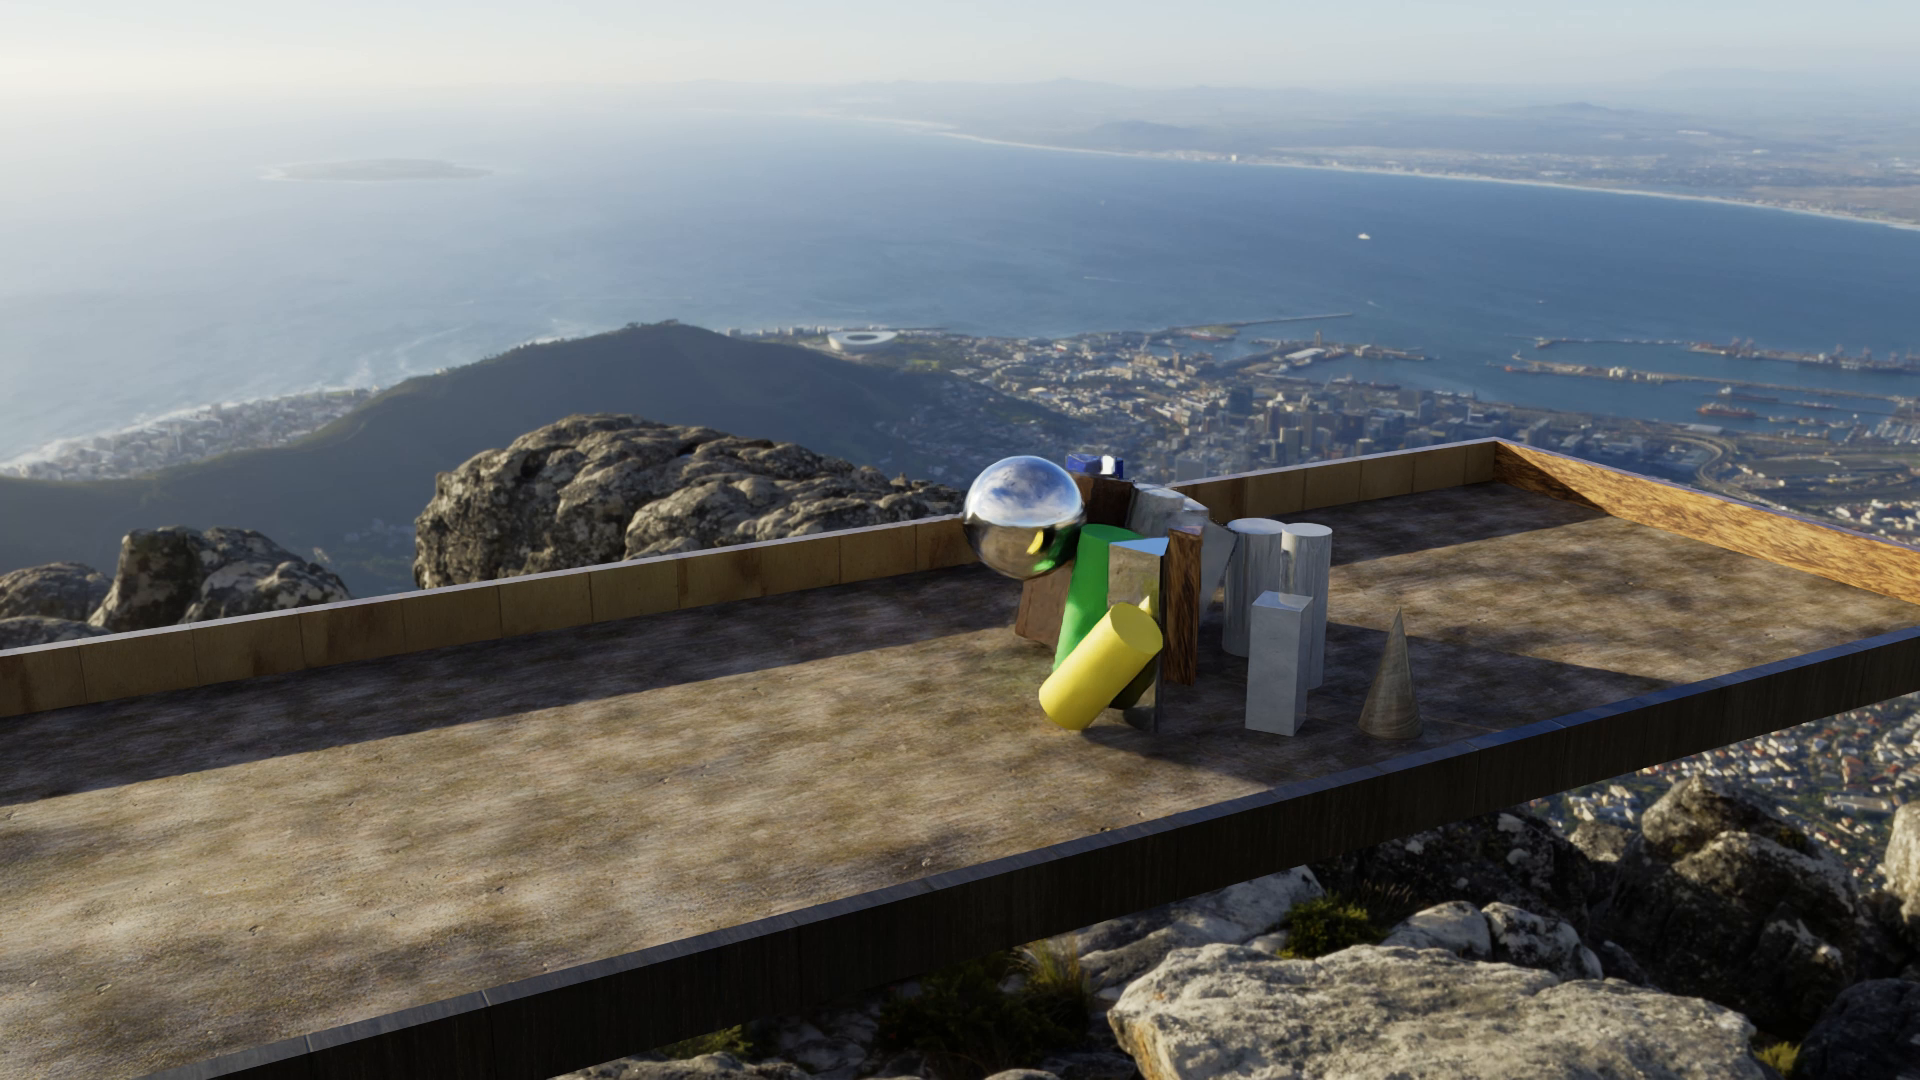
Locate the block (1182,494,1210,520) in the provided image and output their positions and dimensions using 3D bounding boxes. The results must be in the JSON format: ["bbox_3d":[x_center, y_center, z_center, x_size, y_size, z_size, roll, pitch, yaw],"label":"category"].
[{"bbox_3d":[0.582,0.055,4.601,0.159,0.320,0.159,-5,17,-16],"label":"block"}]

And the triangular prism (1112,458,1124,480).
[{"bbox_3d":[0.415,-0.051,4.847,0.091,0.385,0.079,-12,20,-36],"label":"triangular prism"}]

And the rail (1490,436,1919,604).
[{"bbox_3d":[2.466,-0.048,5.253,0.050,0.150,2.100,-9,18,-27],"label":"rail"}]

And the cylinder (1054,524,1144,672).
[{"bbox_3d":[0.344,0.162,4.103,0.159,0.373,0.159,9,15,-3],"label":"cylinder"}]

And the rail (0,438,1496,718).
[{"bbox_3d":[-3.305,0.497,3.399,12.000,0.150,0.050,-9,18,-27],"label":"rail"}]

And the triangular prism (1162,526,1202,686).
[{"bbox_3d":[0.573,0.160,4.113,0.091,0.394,0.079,15,22,41],"label":"triangular prism"}]

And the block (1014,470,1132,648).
[{"bbox_3d":[0.299,0.049,4.343,0.166,0.449,0.166,15,8,42],"label":"block"}]

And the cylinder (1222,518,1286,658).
[{"bbox_3d":[0.774,0.125,4.335,0.156,0.335,0.156,0,16,0],"label":"cylinder"}]

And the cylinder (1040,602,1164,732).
[{"bbox_3d":[0.321,0.293,3.783,0.144,0.301,0.144,23,39,-20],"label":"cylinder"}]

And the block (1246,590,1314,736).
[{"bbox_3d":[0.743,0.287,3.839,0.114,0.305,0.114,8,18,25],"label":"block"}]

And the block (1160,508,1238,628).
[{"bbox_3d":[0.557,0.125,4.233,0.129,0.372,0.129,24,-1,-42],"label":"block"}]

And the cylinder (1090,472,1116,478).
[{"bbox_3d":[0.345,0.025,4.499,0.122,0.417,0.122,5,3,0],"label":"cylinder"}]

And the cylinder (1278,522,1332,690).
[{"bbox_3d":[0.850,0.165,4.091,0.120,0.396,0.120,0,16,0],"label":"cylinder"}]

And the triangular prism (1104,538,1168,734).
[{"bbox_3d":[0.442,0.215,3.858,0.149,0.432,0.129,14,22,40],"label":"triangular prism"}]

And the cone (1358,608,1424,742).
[{"bbox_3d":[1.006,0.296,3.814,0.151,0.302,0.151,0,16,0],"label":"cone"}]

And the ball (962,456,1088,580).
[{"bbox_3d":[0.162,-0.056,4.149,0.314,0.314,0.314,0,16,0],"label":"ball"}]

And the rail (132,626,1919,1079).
[{"bbox_3d":[-2.336,1.006,1.665,12.000,0.150,0.050,-9,18,-27],"label":"rail"}]

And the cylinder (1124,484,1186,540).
[{"bbox_3d":[0.481,0.065,4.374,0.139,0.408,0.139,12,13,-3],"label":"cylinder"}]

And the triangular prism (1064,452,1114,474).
[{"bbox_3d":[0.368,-0.022,4.636,0.149,0.430,0.129,9,4,30],"label":"triangular prism"}]
